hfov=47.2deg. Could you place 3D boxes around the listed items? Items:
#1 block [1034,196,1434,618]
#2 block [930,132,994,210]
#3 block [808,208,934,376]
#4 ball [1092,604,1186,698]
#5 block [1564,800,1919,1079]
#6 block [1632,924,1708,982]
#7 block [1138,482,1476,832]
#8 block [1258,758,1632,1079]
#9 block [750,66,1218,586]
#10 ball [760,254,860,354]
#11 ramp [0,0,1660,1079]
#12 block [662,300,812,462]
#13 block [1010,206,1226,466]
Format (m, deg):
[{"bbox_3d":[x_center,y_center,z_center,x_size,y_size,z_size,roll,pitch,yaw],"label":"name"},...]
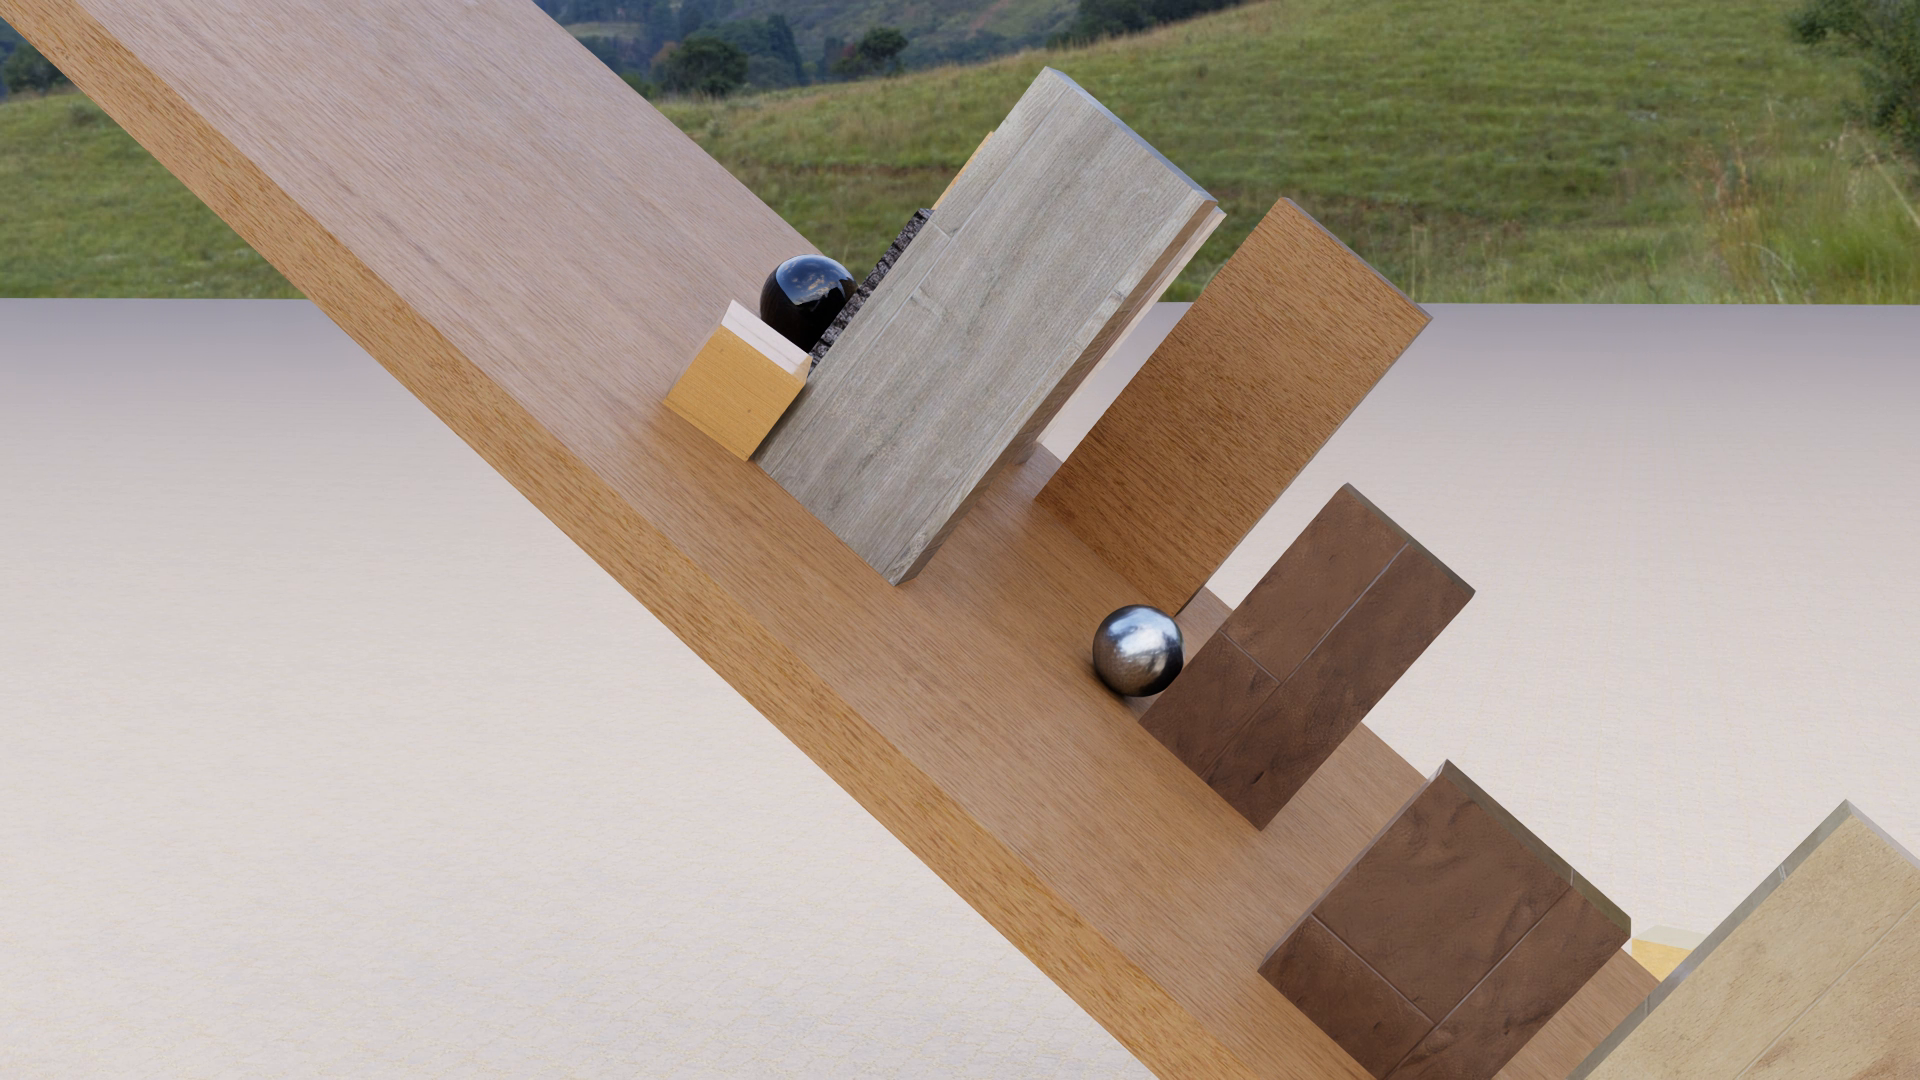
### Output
[{"bbox_3d":[0.551,-0.265,4.486,0.378,0.797,0.115,41,16,9],"label":"block"},{"bbox_3d":[0.029,-0.456,4.278,0.349,0.568,0.093,41,16,9],"label":"block"},{"bbox_3d":[-0.068,-0.356,4.081,0.306,0.409,0.115,41,16,9],"label":"block"},{"bbox_3d":[0.315,0.195,3.873,0.164,0.164,0.164,0,7,0],"label":"ball"},{"bbox_3d":[1.013,0.730,2.862,0.328,0.768,0.084,41,16,9],"label":"block"},{"bbox_3d":[1.828,1.094,5.641,0.156,0.156,0.156,6,9,40],"label":"block"},{"bbox_3d":[0.590,0.201,3.769,0.283,0.544,0.086,41,16,9],"label":"block"},{"bbox_3d":[0.704,0.591,3.210,0.344,0.409,0.100,41,16,9],"label":"block"},{"bbox_3d":[0.029,-0.335,3.538,0.327,0.796,0.114,41,16,9],"label":"block"},{"bbox_3d":[-0.286,-0.450,4.235,0.200,0.200,0.200,0,7,0],"label":"ball"},{"bbox_3d":[-0.003,0.052,4.042,4.000,0.100,2.000,41,16,9],"label":"ramp"},{"bbox_3d":[-0.364,-0.264,3.626,0.165,0.165,0.165,36,16,-11],"label":"block"},{"bbox_3d":[0.184,-0.555,4.672,0.414,0.683,0.094,41,16,9],"label":"block"}]
